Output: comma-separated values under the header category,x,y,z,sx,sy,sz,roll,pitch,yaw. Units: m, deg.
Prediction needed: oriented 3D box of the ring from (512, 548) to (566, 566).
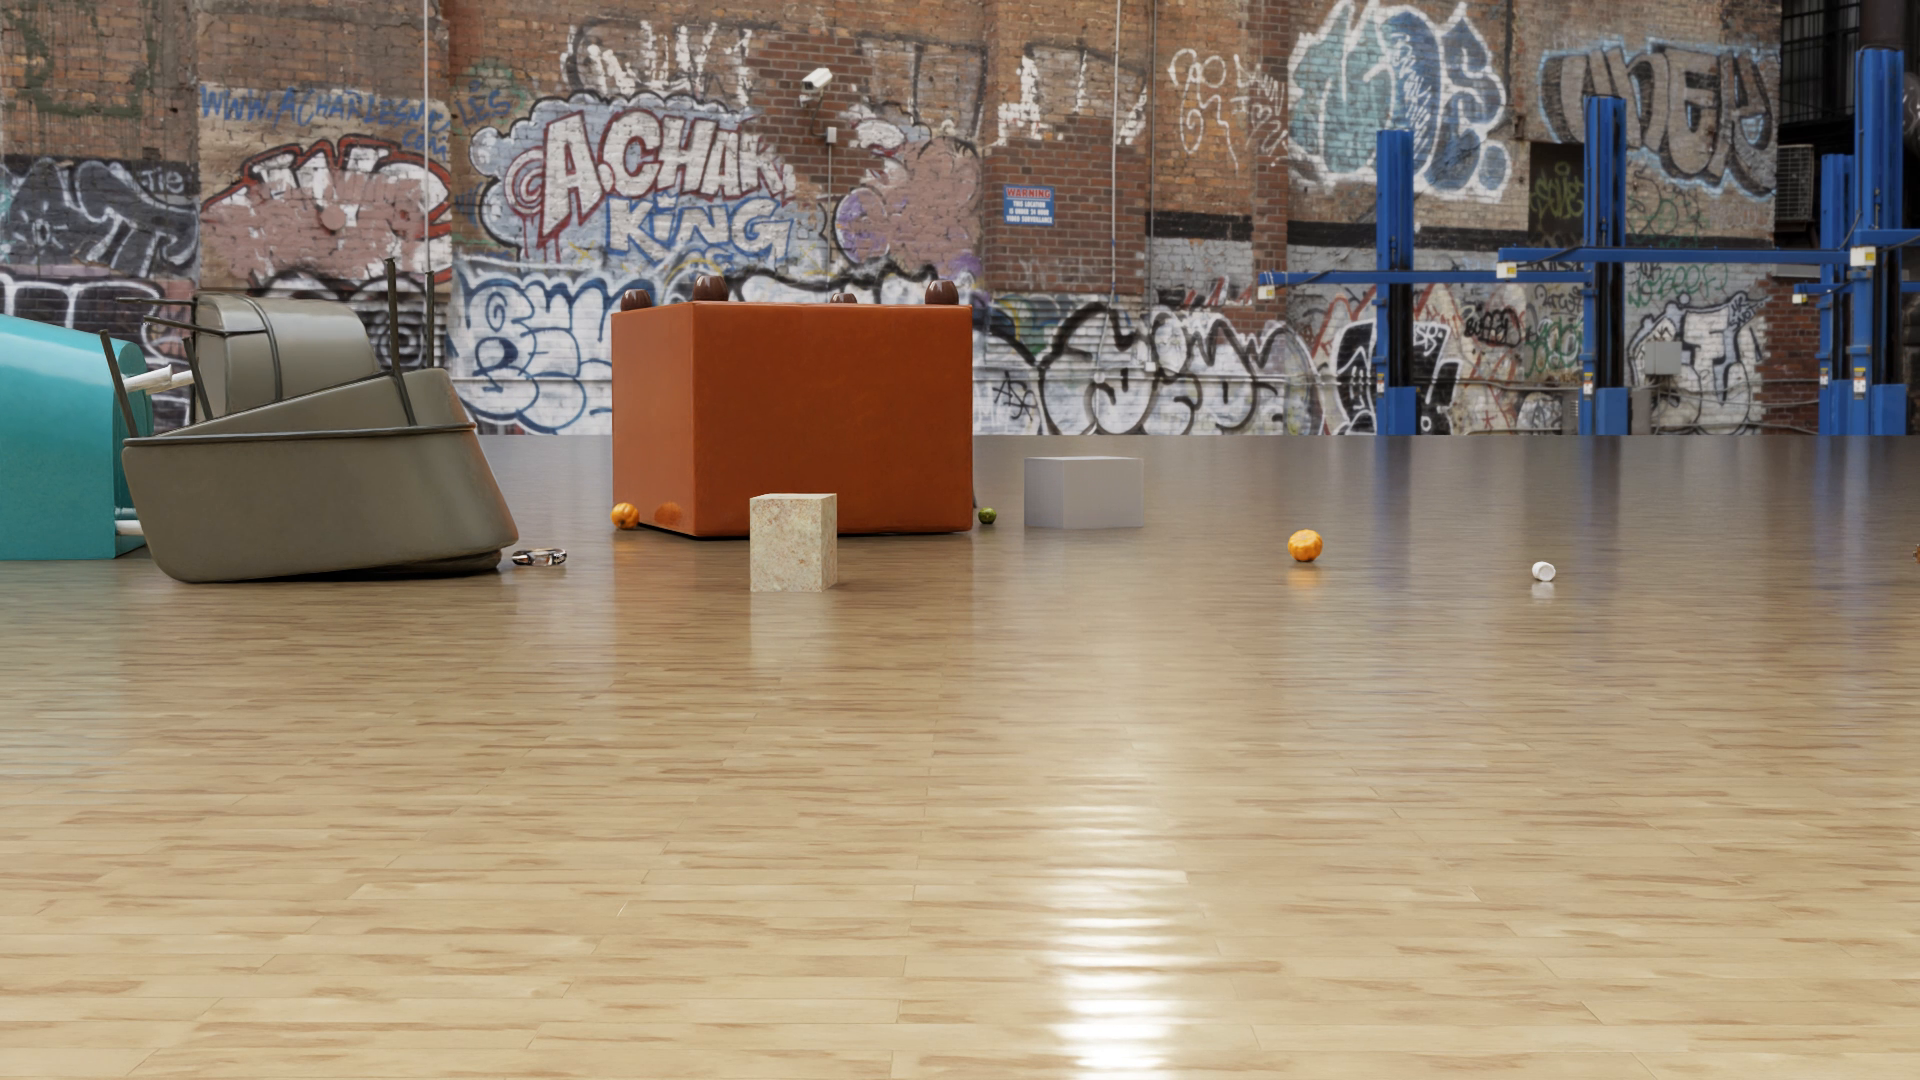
category,x,y,z,sx,sy,sz,roll,pitch,yaw
ring,-1.077,0.043,5.634,0.128,0.039,0.148,2,5,38

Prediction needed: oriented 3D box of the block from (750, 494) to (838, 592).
category,x,y,z,sx,sy,sz,roll,pitch,yaw
block,-0.375,0.004,4.988,0.159,0.206,0.238,0,4,5

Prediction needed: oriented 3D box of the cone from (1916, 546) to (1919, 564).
category,x,y,z,sx,sy,sz,roll,pitch,yaw
cone,2.445,0.048,5.214,0.302,0.126,0.230,-15,-44,14

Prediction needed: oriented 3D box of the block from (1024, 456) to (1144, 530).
category,x,y,z,sx,sy,sz,roll,pitch,yaw
block,0.405,-0.157,7.212,0.303,0.223,0.255,-2,4,-28

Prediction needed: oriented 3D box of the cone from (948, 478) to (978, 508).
category,x,y,z,sx,sy,sz,roll,pitch,yaw
cone,0.032,-0.154,8.371,0.090,0.143,0.179,39,-3,1
